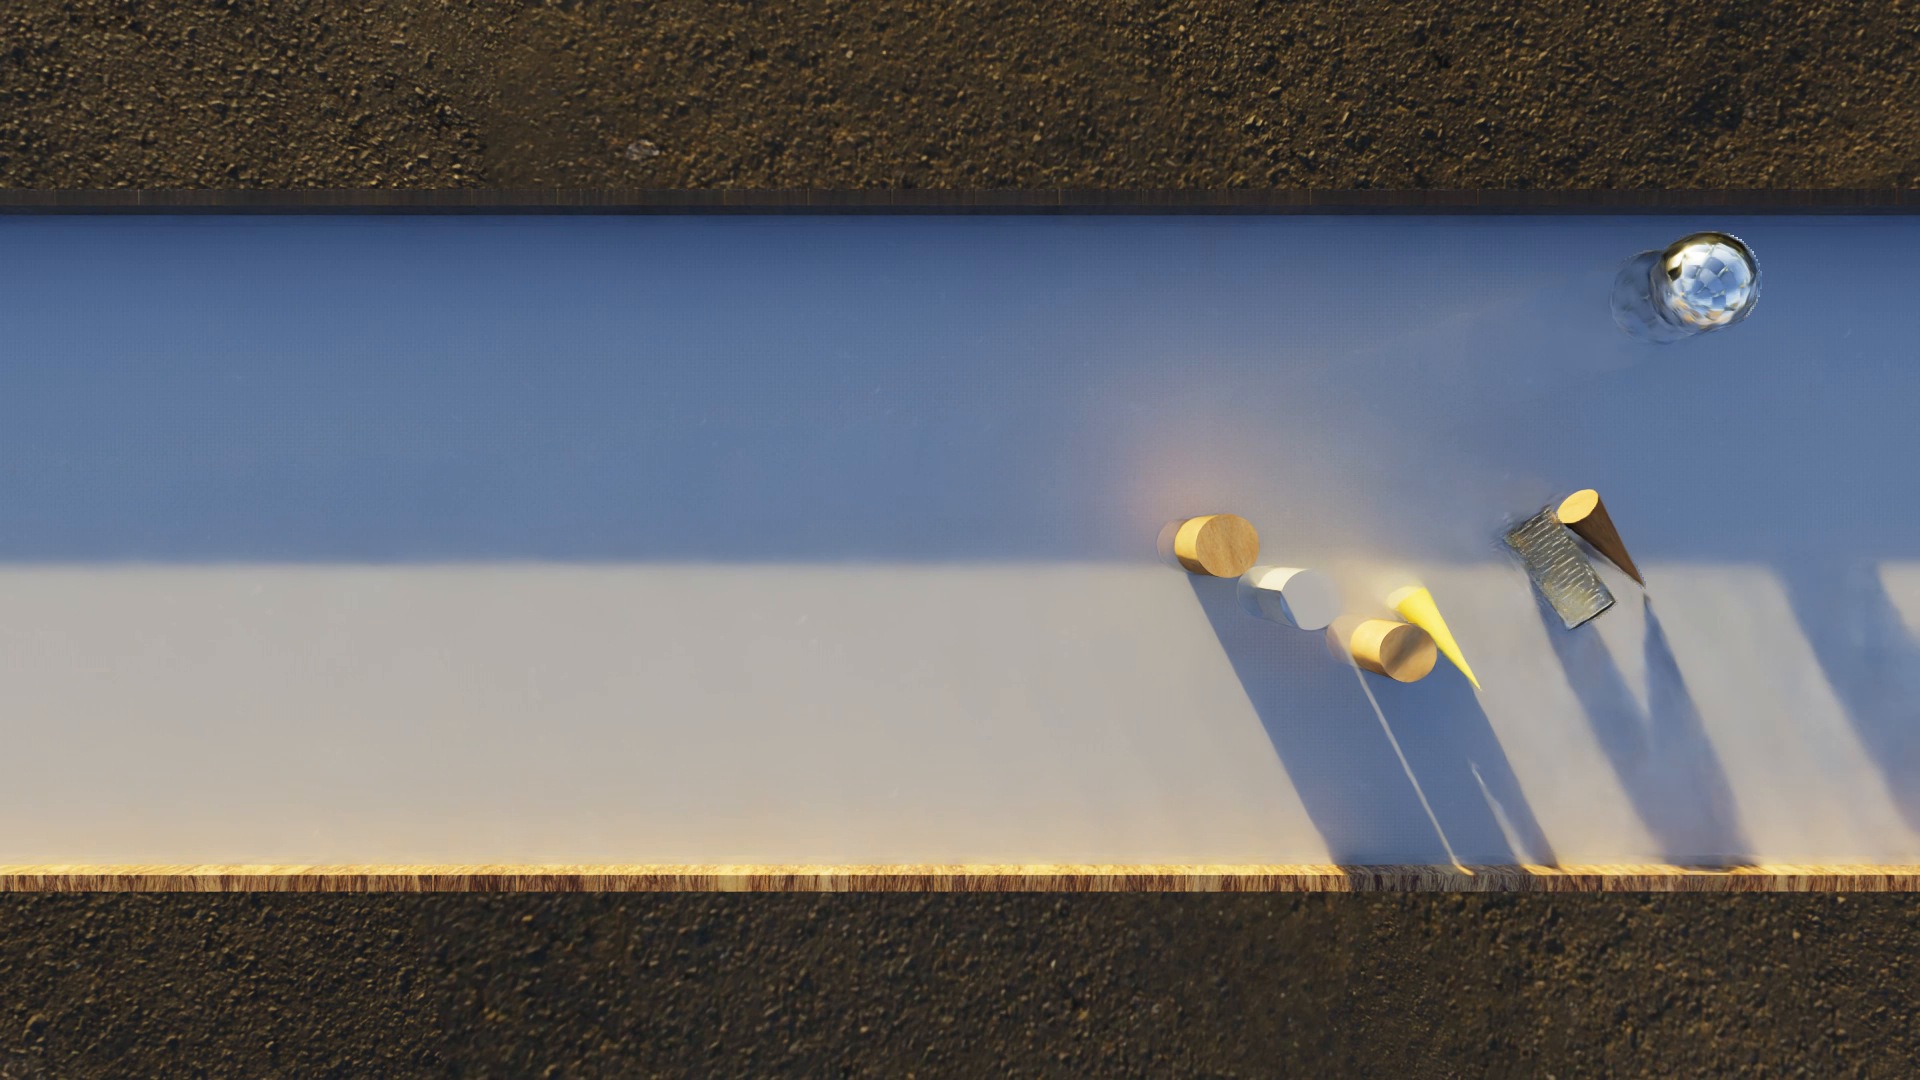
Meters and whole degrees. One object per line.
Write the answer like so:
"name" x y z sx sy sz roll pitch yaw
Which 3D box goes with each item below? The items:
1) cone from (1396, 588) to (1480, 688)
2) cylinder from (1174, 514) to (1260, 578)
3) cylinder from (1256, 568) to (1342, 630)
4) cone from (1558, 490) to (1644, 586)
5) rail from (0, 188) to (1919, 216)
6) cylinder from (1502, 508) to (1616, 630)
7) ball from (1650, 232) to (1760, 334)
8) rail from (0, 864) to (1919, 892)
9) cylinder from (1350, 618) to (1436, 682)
"cone" 1.462 0.313 4.963 0.108 0.108 0.347 -33 69 0
"cylinder" 0.749 0.017 4.848 0.179 0.458 0.179 0 90 0
"cylinder" 1.000 0.170 4.889 0.174 0.376 0.174 0 90 0
"cone" 1.980 0.023 5.009 0.132 0.132 0.384 -46 111 0
"rail" -2.247 -1.025 5.002 12.000 0.150 0.050 0 90 0
"cylinder" 1.803 0.087 4.965 0.162 0.162 0.342 -33 81 0
"ball" 2.222 -0.767 4.926 0.301 0.301 0.301 0 90 0
"rail" -2.247 1.025 5.001 12.000 0.150 0.050 0 90 0
"cylinder" 1.285 0.325 4.903 0.166 0.347 0.166 0 90 0
